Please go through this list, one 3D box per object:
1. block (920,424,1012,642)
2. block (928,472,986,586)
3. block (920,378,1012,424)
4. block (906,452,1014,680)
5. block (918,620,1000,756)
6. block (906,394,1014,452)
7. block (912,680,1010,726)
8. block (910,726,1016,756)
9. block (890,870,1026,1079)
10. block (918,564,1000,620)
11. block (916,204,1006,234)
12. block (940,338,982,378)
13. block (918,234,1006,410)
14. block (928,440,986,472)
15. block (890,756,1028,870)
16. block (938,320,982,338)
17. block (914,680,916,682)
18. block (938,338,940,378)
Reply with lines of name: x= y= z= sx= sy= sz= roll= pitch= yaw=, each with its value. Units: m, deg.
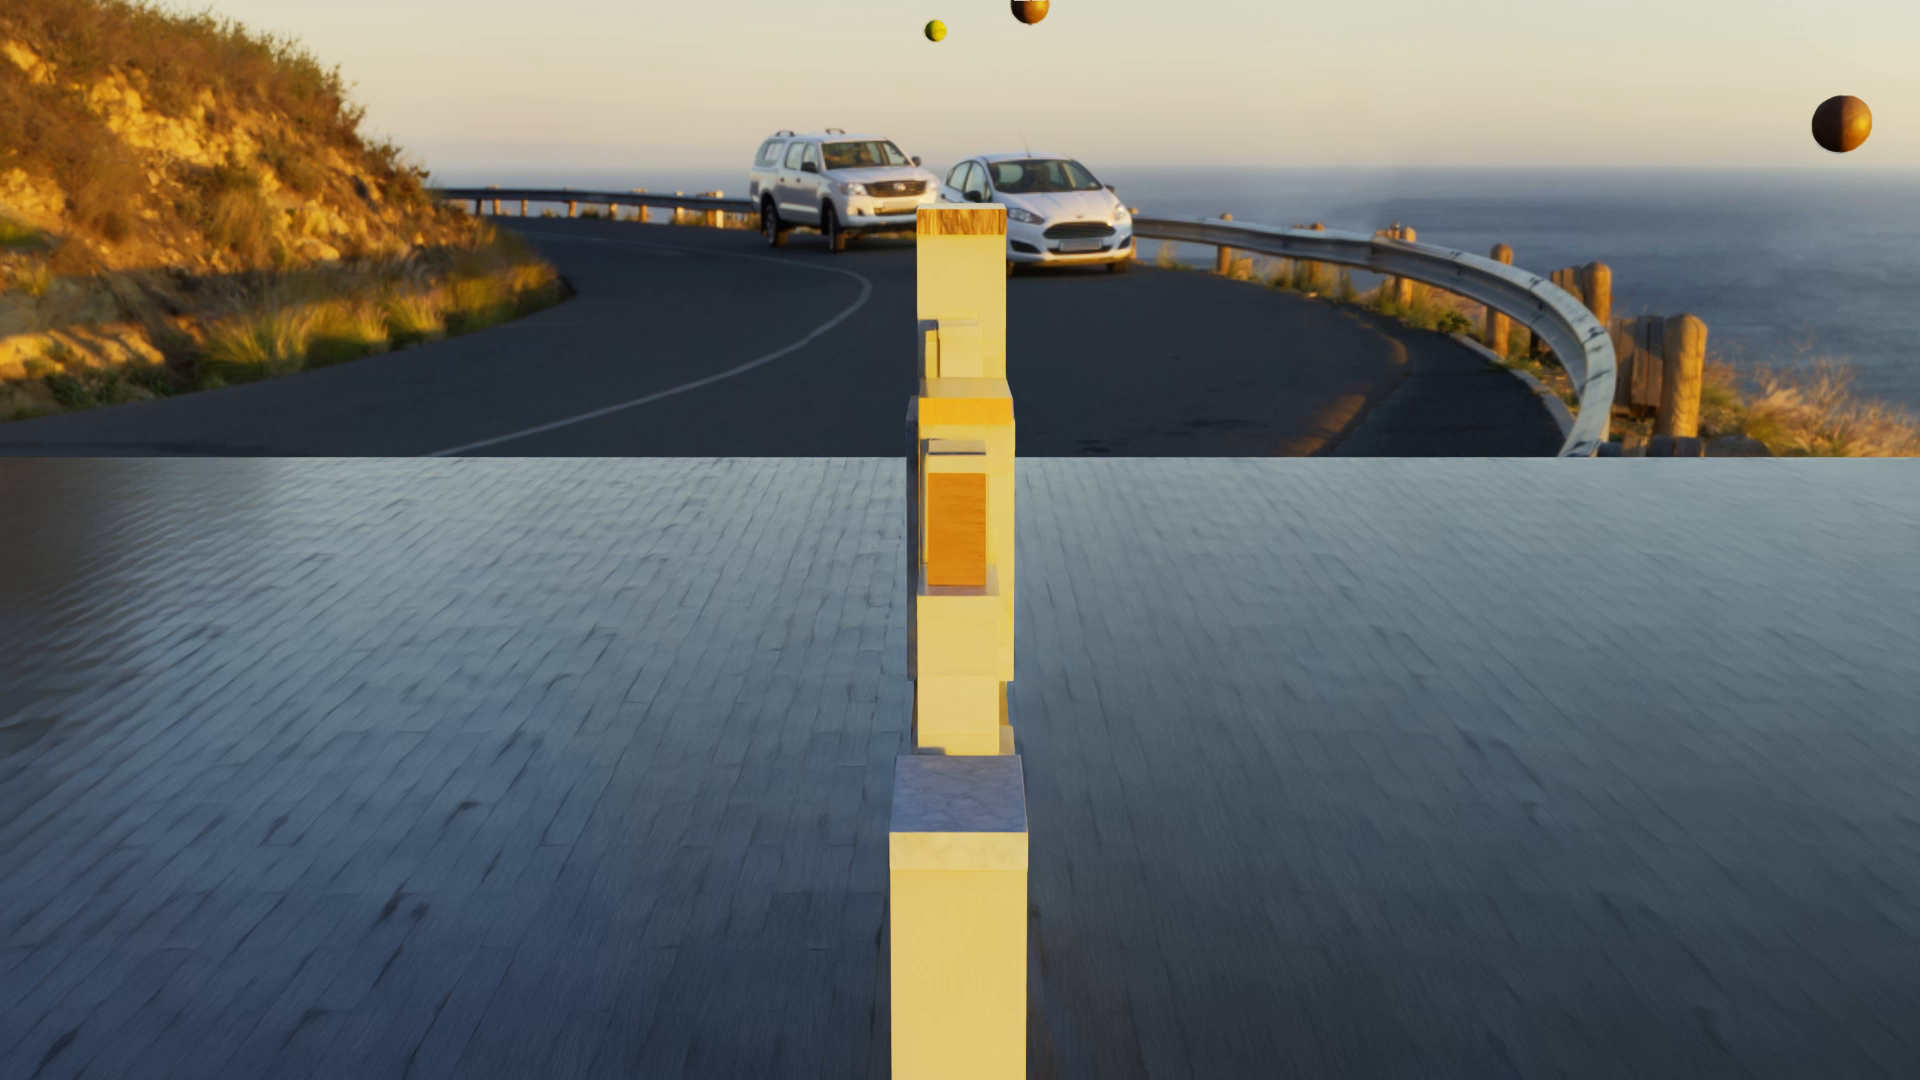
block: x=0.009 y=-0.014 z=3.328 sx=0.138 sy=0.337 sz=0.039 roll=0 pitch=11 yaw=0
block: x=-0.004 y=-0.018 z=3.134 sx=0.082 sy=0.165 sz=0.023 roll=0 pitch=11 yaw=0
block: x=0.006 y=-0.215 z=3.382 sx=0.138 sy=0.039 sz=0.275 roll=0 pitch=10 yaw=-1
block: x=0.001 y=0.038 z=3.669 sx=0.177 sy=0.393 sz=0.050 roll=0 pitch=10 yaw=0
block: x=-0.002 y=0.217 z=3.129 sx=0.115 sy=0.230 sz=0.033 roll=0 pitch=11 yaw=0
block: x=0.001 y=-0.201 z=3.745 sx=0.177 sy=0.050 sz=0.355 roll=0 pitch=11 yaw=0
block: x=0.000 y=0.283 z=3.545 sx=0.152 sy=0.043 sz=0.303 roll=0 pitch=11 yaw=0
block: x=0.004 y=0.335 z=3.240 sx=0.153 sy=0.043 sz=0.307 roll=0 pitch=11 yaw=0
block: x=-0.002 y=0.571 z=2.830 sx=0.172 sy=0.345 sz=0.049 roll=0 pitch=11 yaw=0
block: x=-0.002 y=0.073 z=3.181 sx=0.115 sy=0.033 sz=0.230 roll=0 pitch=11 yaw=0
block: x=0.003 y=-0.550 z=3.758 sx=0.147 sy=0.042 sz=0.294 roll=0 pitch=11 yaw=0
block: x=0.001 y=-0.140 z=3.563 sx=0.068 sy=0.376 sz=0.019 roll=0 pitch=10 yaw=-3
block: x=0.002 y=-0.367 z=3.693 sx=0.147 sy=0.294 sz=0.042 roll=0 pitch=11 yaw=0
block: x=-0.004 y=-0.121 z=3.171 sx=0.082 sy=0.023 sz=0.165 roll=0 pitch=11 yaw=0
block: x=-0.002 y=0.356 z=2.907 sx=0.172 sy=0.049 sz=0.345 roll=0 pitch=11 yaw=0
block: x=-0.002 y=-0.343 z=3.572 sx=0.068 sy=0.019 sz=0.136 roll=0 pitch=11 yaw=-2
block: x=0.000 y=0.352 z=4.030 sx=0.168 sy=0.337 sz=0.048 roll=0 pitch=11 yaw=0
block: x=-0.004 y=-0.275 z=3.632 sx=0.068 sy=0.136 sz=0.019 roll=0 pitch=11 yaw=0
